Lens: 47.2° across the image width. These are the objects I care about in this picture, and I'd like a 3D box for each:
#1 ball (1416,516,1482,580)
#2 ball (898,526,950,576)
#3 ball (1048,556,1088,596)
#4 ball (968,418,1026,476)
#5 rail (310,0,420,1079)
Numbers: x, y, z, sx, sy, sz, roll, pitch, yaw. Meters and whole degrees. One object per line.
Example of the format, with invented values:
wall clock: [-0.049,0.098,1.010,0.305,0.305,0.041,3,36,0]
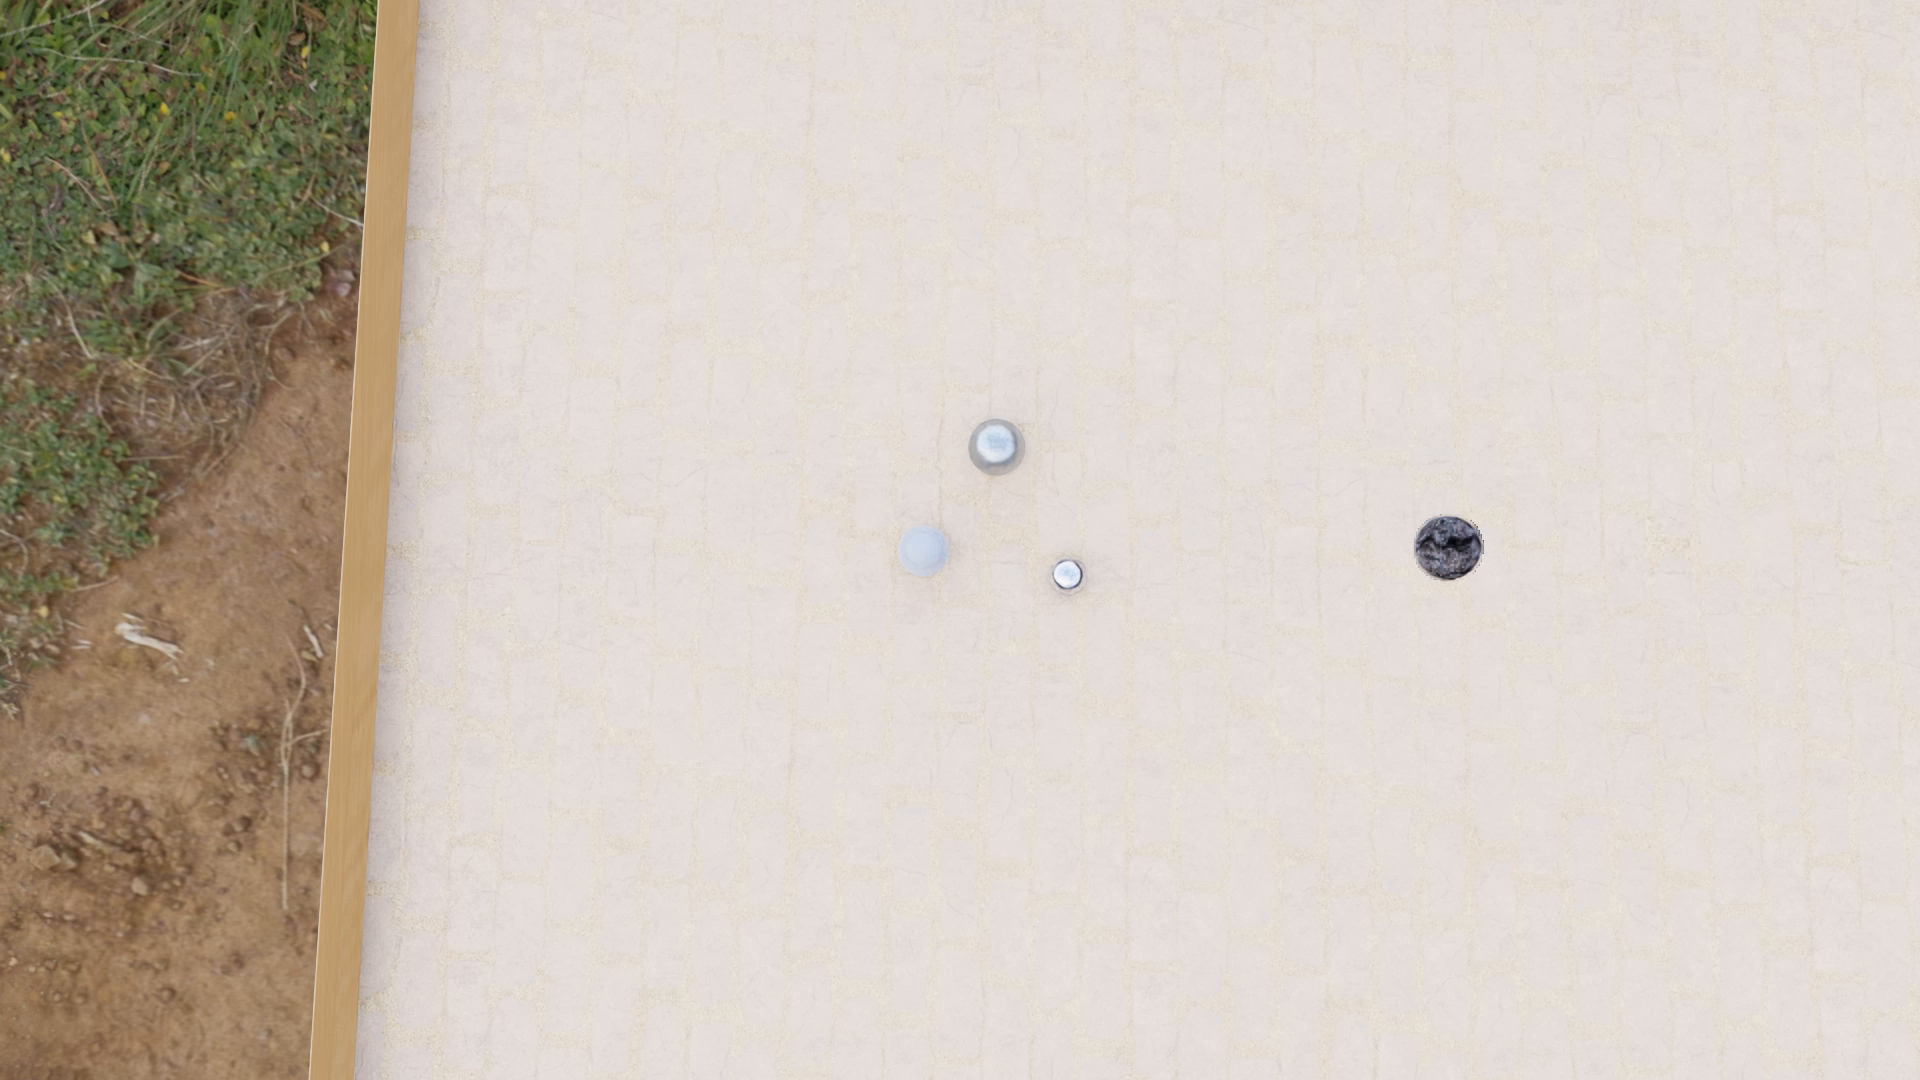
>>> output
ball: [0.726,0.012,3.268,0.096,0.096,0.096,0,80,0]
ball: [-0.054,0.016,3.276,0.077,0.077,0.077,0,80,0]
ball: [0.161,0.054,3.278,0.060,0.060,0.060,0,80,0]
ball: [0.055,-0.139,3.299,0.086,0.086,0.086,0,80,0]
rail: [-0.871,-0.017,3.257,0.045,0.124,2.121,1,80,0]
